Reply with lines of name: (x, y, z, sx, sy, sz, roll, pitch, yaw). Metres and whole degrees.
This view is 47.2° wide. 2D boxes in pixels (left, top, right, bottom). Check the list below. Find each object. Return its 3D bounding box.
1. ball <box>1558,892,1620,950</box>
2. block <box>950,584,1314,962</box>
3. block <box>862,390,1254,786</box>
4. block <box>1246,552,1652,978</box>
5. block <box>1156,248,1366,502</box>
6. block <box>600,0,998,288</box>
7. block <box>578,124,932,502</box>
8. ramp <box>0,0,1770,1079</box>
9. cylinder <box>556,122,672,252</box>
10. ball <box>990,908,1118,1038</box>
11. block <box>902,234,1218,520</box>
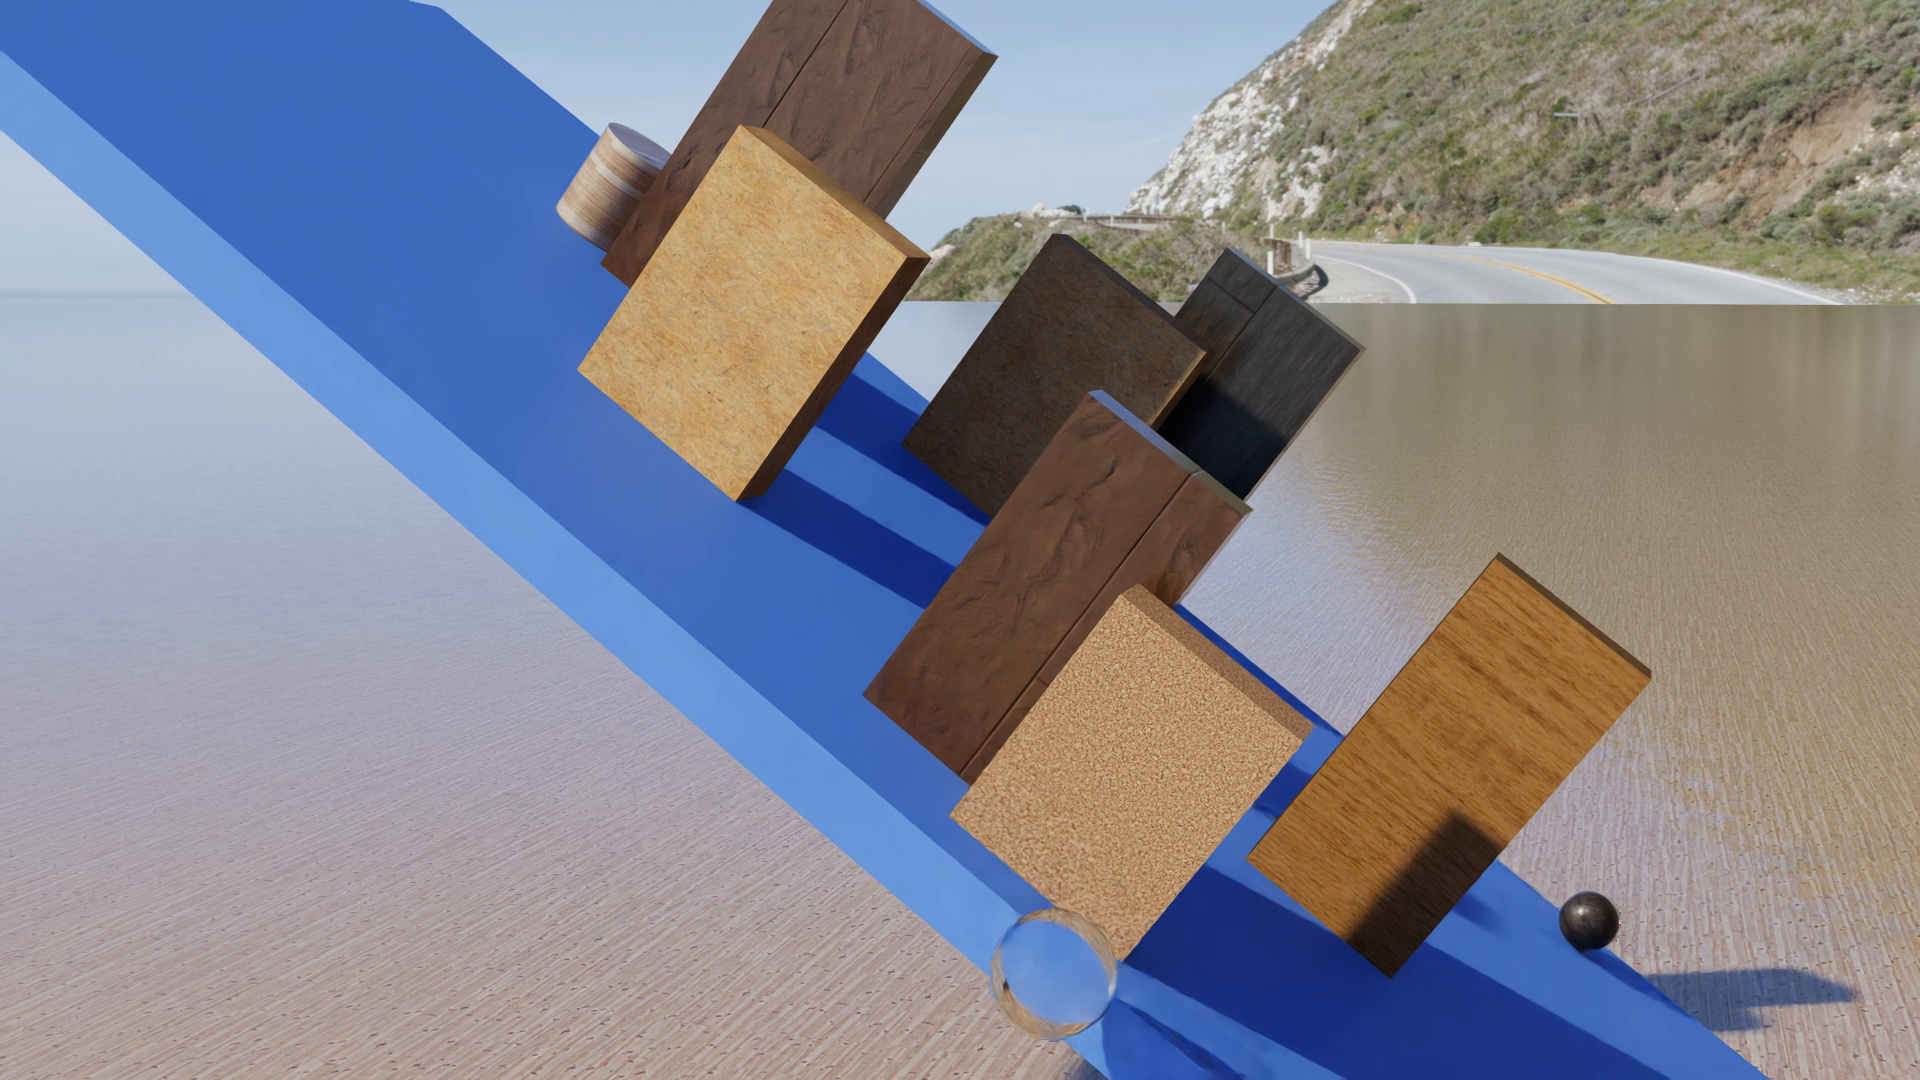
ball: (1.316, 0.797, 4.600, 0.122, 0.122, 0.122, 0, 7, 0)
block: (0.242, 0.328, 3.122, 0.320, 0.414, 0.118, 39, 16, 9)
block: (0.140, 0.095, 3.265, 0.287, 0.579, 0.087, 39, 16, 9)
block: (0.818, 0.382, 3.712, 0.314, 0.672, 0.097, 39, 16, 9)
block: (0.518, -0.244, 4.799, 0.360, 0.707, 0.106, 39, 16, 9)
block: (-0.320, -0.733, 4.269, 0.399, 0.788, 0.105, 39, 16, 9)
block: (-0.350, -0.381, 3.716, 0.361, 0.508, 0.133, 39, 16, 9)
ramp: (-0.052, 0.112, 4.064, 4.000, 0.100, 2.000, 39, 16, 9)
cylinder: (-0.688, -0.712, 4.510, 0.203, 0.203, 0.203, 33, 16, -11)
ball: (0.122, 0.562, 2.854, 0.166, 0.166, 0.166, 0, 7, 0)
block: (0.203, -0.295, 4.573, 0.398, 0.547, 0.129, 39, 16, 9)
